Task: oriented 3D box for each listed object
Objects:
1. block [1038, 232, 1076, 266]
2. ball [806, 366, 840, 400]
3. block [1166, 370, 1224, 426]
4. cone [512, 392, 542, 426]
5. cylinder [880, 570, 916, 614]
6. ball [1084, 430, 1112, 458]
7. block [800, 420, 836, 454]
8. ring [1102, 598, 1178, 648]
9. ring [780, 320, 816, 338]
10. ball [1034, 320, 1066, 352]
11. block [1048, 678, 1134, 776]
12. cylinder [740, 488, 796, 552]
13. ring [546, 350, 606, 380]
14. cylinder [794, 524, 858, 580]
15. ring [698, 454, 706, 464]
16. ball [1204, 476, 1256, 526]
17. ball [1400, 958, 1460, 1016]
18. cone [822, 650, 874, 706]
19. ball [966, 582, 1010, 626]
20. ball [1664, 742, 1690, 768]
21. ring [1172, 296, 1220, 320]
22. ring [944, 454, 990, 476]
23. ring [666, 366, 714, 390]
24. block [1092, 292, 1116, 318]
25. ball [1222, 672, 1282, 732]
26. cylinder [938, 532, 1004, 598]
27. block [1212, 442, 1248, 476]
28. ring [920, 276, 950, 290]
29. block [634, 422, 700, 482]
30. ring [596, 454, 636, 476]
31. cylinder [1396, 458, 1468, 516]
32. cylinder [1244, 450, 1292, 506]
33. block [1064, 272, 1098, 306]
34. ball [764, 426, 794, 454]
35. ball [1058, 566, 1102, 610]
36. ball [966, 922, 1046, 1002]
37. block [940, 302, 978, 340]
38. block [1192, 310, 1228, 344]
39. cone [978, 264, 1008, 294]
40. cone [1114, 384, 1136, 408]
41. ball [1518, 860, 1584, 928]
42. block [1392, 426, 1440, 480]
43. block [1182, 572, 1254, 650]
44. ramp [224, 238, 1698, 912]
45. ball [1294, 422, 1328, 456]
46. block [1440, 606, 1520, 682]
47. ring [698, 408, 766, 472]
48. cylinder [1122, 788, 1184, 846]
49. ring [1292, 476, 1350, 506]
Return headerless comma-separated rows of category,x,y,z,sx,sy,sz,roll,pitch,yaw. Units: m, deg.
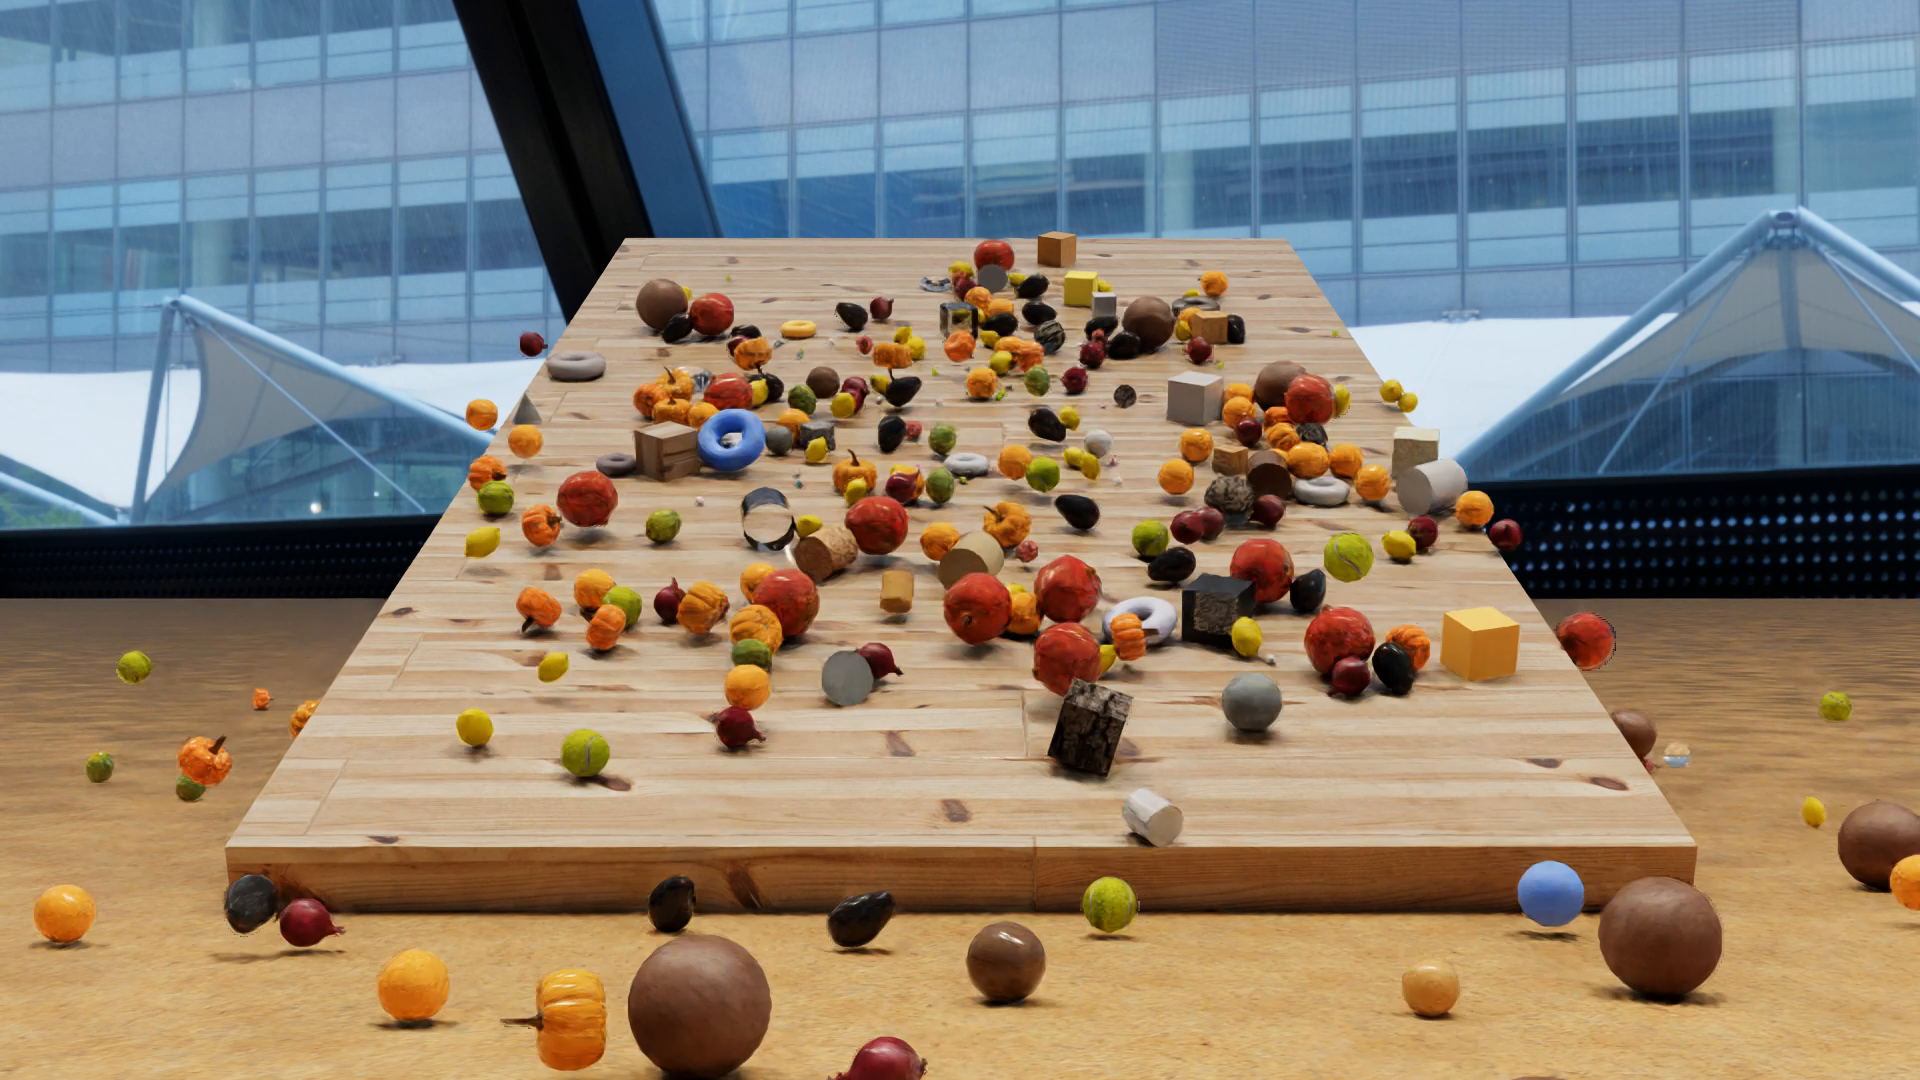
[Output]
block,0.279,-0.838,6.503,0.080,0.080,0.080,14,24,34
ball,-0.305,-0.350,5.027,0.075,0.075,0.075,0,-1,0
block,0.522,-0.314,5.000,0.092,0.092,0.092,13,23,32
cone,-0.956,-0.293,4.972,0.067,0.067,0.067,0,19,0
cylinder,-0.108,0.089,3.865,0.055,0.055,0.055,5,-30,3
ball,0.287,-0.200,4.691,0.060,0.060,0.060,0,-1,0
block,-0.302,-0.218,4.781,0.054,0.054,0.054,-12,23,-30
ring,0.299,0.137,3.767,0.128,0.043,0.128,-11,26,5
ring,-0.409,-0.534,5.711,0.092,0.031,0.092,-2,20,1
ball,0.221,-0.500,5.548,0.077,0.077,0.077,0,-1,0
block,0.191,0.272,3.305,0.092,0.092,0.092,18,22,6
cylinder,-0.359,-0.038,4.207,0.096,0.096,0.096,0,19,-10
ring,-0.907,-0.414,5.347,0.141,0.047,0.141,1,21,0
cylinder,-0.241,0.021,4.062,0.082,0.082,0.082,-1,16,33
ring,-0.500,-0.193,4.726,0.131,0.044,0.131,-3,21,1
ball,0.516,-0.076,4.318,0.096,0.096,0.096,0,-1,0
ball,0.488,0.463,2.341,0.060,0.060,0.060,0,-1,0
cone,-0.194,0.222,3.555,0.087,0.087,0.087,1,-8,-25
ball,0.047,0.108,3.826,0.073,0.073,0.073,0,-1,0
ball,1.789,0.537,5.635,0.065,0.065,0.065,0,-1,0
ring,0.616,-0.605,5.899,0.129,0.043,0.129,0,21,0
ring,0.014,-0.155,4.639,0.094,0.031,0.094,0,18,0
ring,-0.628,-0.375,5.253,0.112,0.037,0.112,1,20,0
block,0.376,-0.614,5.901,0.058,0.058,0.058,-2,20,-5
ball,0.442,0.245,3.417,0.091,0.091,0.091,0,-1,0
cylinder,0.020,0.043,3.984,0.093,0.093,0.093,0,18,20
block,0.556,-0.165,4.640,0.051,0.051,0.051,-16,25,-39
ring,-0.068,-0.705,6.202,0.087,0.029,0.087,1,19,0
block,-0.599,-0.181,4.620,0.091,0.091,0.091,18,26,41
ring,-0.706,-0.155,4.641,0.086,0.029,0.086,1,19,0
cylinder,0.919,-0.103,4.396,0.097,0.097,0.097,-13,6,-32
cylinder,0.609,-0.124,4.468,0.088,0.088,0.088,0,19,5
block,0.324,-0.671,6.035,0.077,0.077,0.077,4,20,11
ball,-0.380,-0.210,4.750,0.061,0.061,0.061,0,-1,0
ball,0.207,0.083,3.894,0.077,0.077,0.077,0,-1,0
ball,0.049,0.452,2.421,0.086,0.086,0.086,0,-1,0
block,-0.004,-0.553,5.700,0.077,0.077,0.077,-7,21,-19
block,0.626,-0.532,5.656,0.068,0.068,0.068,-5,20,-15
cone,0.081,-0.707,6.194,0.083,0.083,0.083,0,-7,-9
cone,0.370,-0.321,5.123,0.053,0.053,0.053,0,-7,-7
ball,0.753,0.451,2.877,0.083,0.083,0.083,0,-1,0
block,0.932,-0.176,4.617,0.088,0.088,0.088,5,20,13
block,0.431,0.118,3.776,0.090,0.090,0.090,10,22,27
ramp,-0.005,-0.202,4.968,2.000,0.100,4.000,0,19,0
ball,0.733,-0.212,4.724,0.070,0.070,0.070,0,-1,0
block,0.839,0.167,3.645,0.087,0.087,0.087,-7,21,-18
ring,-0.469,-0.205,4.631,0.145,0.145,0.048,0,-30,12
cylinder,0.262,0.378,3.080,0.060,0.060,0.060,1,17,-32
ring,0.715,-0.098,4.471,0.111,0.037,0.111,1,18,0
